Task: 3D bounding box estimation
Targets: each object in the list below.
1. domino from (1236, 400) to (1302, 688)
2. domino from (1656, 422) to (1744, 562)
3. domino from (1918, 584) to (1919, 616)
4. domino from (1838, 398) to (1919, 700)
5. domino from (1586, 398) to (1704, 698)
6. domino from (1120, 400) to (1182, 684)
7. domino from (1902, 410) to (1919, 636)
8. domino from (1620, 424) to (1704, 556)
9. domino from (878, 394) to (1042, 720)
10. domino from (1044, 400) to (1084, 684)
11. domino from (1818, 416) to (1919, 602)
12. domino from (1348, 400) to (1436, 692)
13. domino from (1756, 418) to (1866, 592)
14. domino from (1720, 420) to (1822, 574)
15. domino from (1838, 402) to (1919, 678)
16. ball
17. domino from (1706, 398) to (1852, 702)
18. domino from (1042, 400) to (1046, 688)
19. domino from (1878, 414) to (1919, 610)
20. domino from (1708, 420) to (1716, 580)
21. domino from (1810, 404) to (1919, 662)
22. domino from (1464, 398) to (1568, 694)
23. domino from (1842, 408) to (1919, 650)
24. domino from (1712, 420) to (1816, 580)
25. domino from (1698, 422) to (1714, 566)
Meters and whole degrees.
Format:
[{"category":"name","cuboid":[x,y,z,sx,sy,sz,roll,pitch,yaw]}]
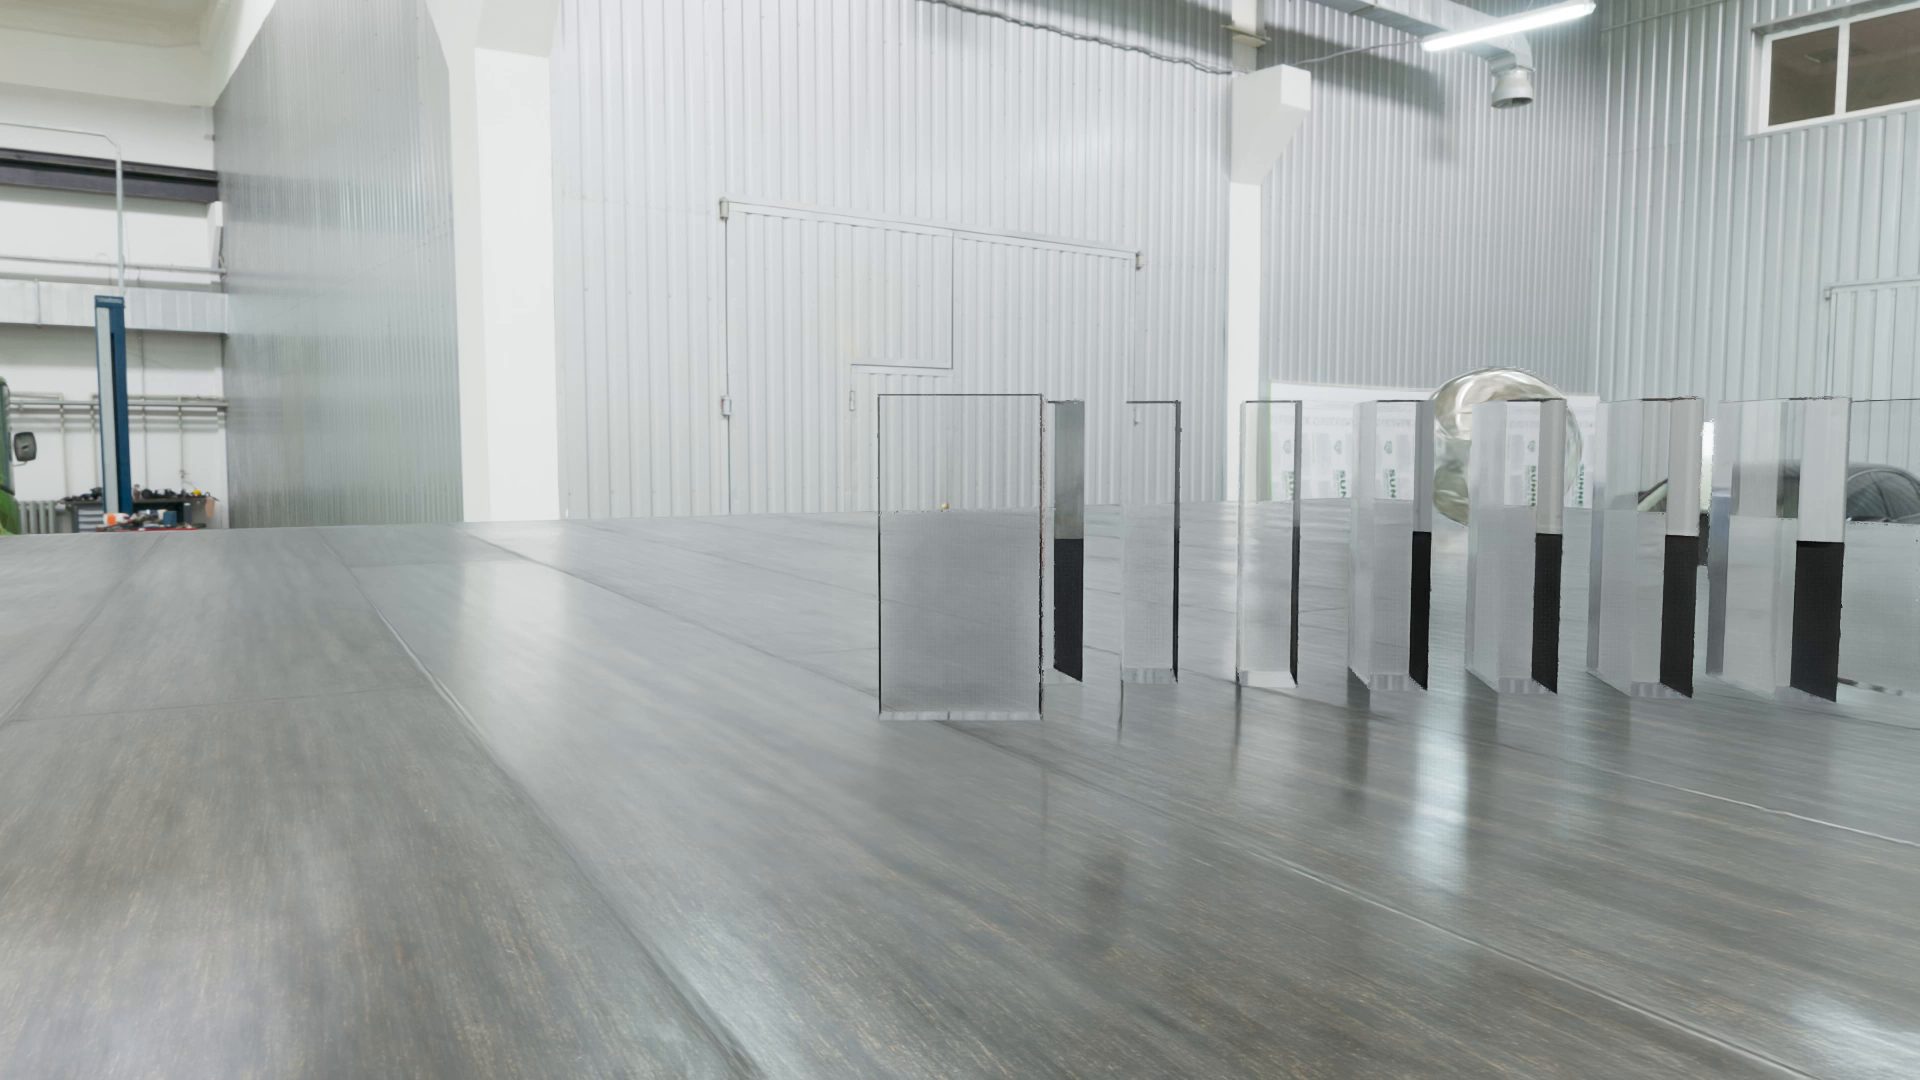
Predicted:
[{"category":"domino","cuboid":[0.056,0.000,0.235,0.009,0.050,0.025,1,4,10]},{"category":"domino","cuboid":[0.271,-0.018,0.470,0.025,0.050,0.009,0,4,-5]},{"category":"domino","cuboid":[0.249,-0.006,0.309,0.025,0.050,0.010,2,5,23]},{"category":"domino","cuboid":[0.162,0.001,0.222,0.009,0.050,0.025,-1,4,-10]},{"category":"domino","cuboid":[0.120,0.001,0.226,0.010,0.050,0.025,1,4,10]},{"category":"domino","cuboid":[0.035,0.000,0.239,0.009,0.050,0.025,0,4,6]},{"category":"domino","cuboid":[0.221,-0.003,0.277,0.009,0.050,0.025,-2,5,-28]},{"category":"domino","cuboid":[0.269,-0.019,0.491,0.025,0.050,0.009,0,4,-2]},{"category":"domino","cuboid":[0.000,0.002,0.201,0.025,0.050,0.009,0,4,0]},{"category":"domino","cuboid":[0.014,0.000,0.238,0.010,0.050,0.025,-1,4,-16]},{"category":"domino","cuboid":[0.251,-0.009,0.351,0.025,0.050,0.009,-1,4,-11]},{"category":"domino","cuboid":[0.077,0.000,0.232,0.010,0.050,0.025,1,4,8]},{"category":"domino","cuboid":[0.246,-0.010,0.372,0.025,0.050,0.009,-1,4,-10]},{"category":"domino","cuboid":[0.270,-0.015,0.427,0.025,0.050,0.009,1,5,19]},{"category":"domino","cuboid":[0.178,0.000,0.235,0.025,0.050,0.010,2,5,24]},{"category":"ball","cuboid":[0.263,-0.045,0.634,0.080,0.080,0.080,0,4,0]},{"category":"domino","cuboid":[0.141,0.001,0.222,0.009,0.050,0.025,1,4,7]},{"category":"domino","cuboid":[0.002,0.001,0.222,0.025,0.050,0.010,1,4,12]},{"category":"domino","cuboid":[0.253,-0.007,0.330,0.025,0.050,0.009,0,4,1]},{"category":"domino","cuboid":[0.246,-0.012,0.393,0.025,0.050,0.009,1,4,12]},{"category":"domino","cuboid":[0.186,-0.002,0.255,0.025,0.050,0.010,2,5,28]},{"category":"domino","cuboid":[0.099,0.000,0.229,0.010,0.050,0.025,1,4,9]},{"category":"domino","cuboid":[0.202,-0.003,0.268,0.010,0.050,0.025,-2,5,-26]},{"category":"domino","cuboid":[0.257,-0.013,0.411,0.010,0.050,0.025,-4,6,-44]},{"category":"domino","cuboid":[0.272,-0.016,0.449,0.025,0.050,0.010,0,4,-1]}]
